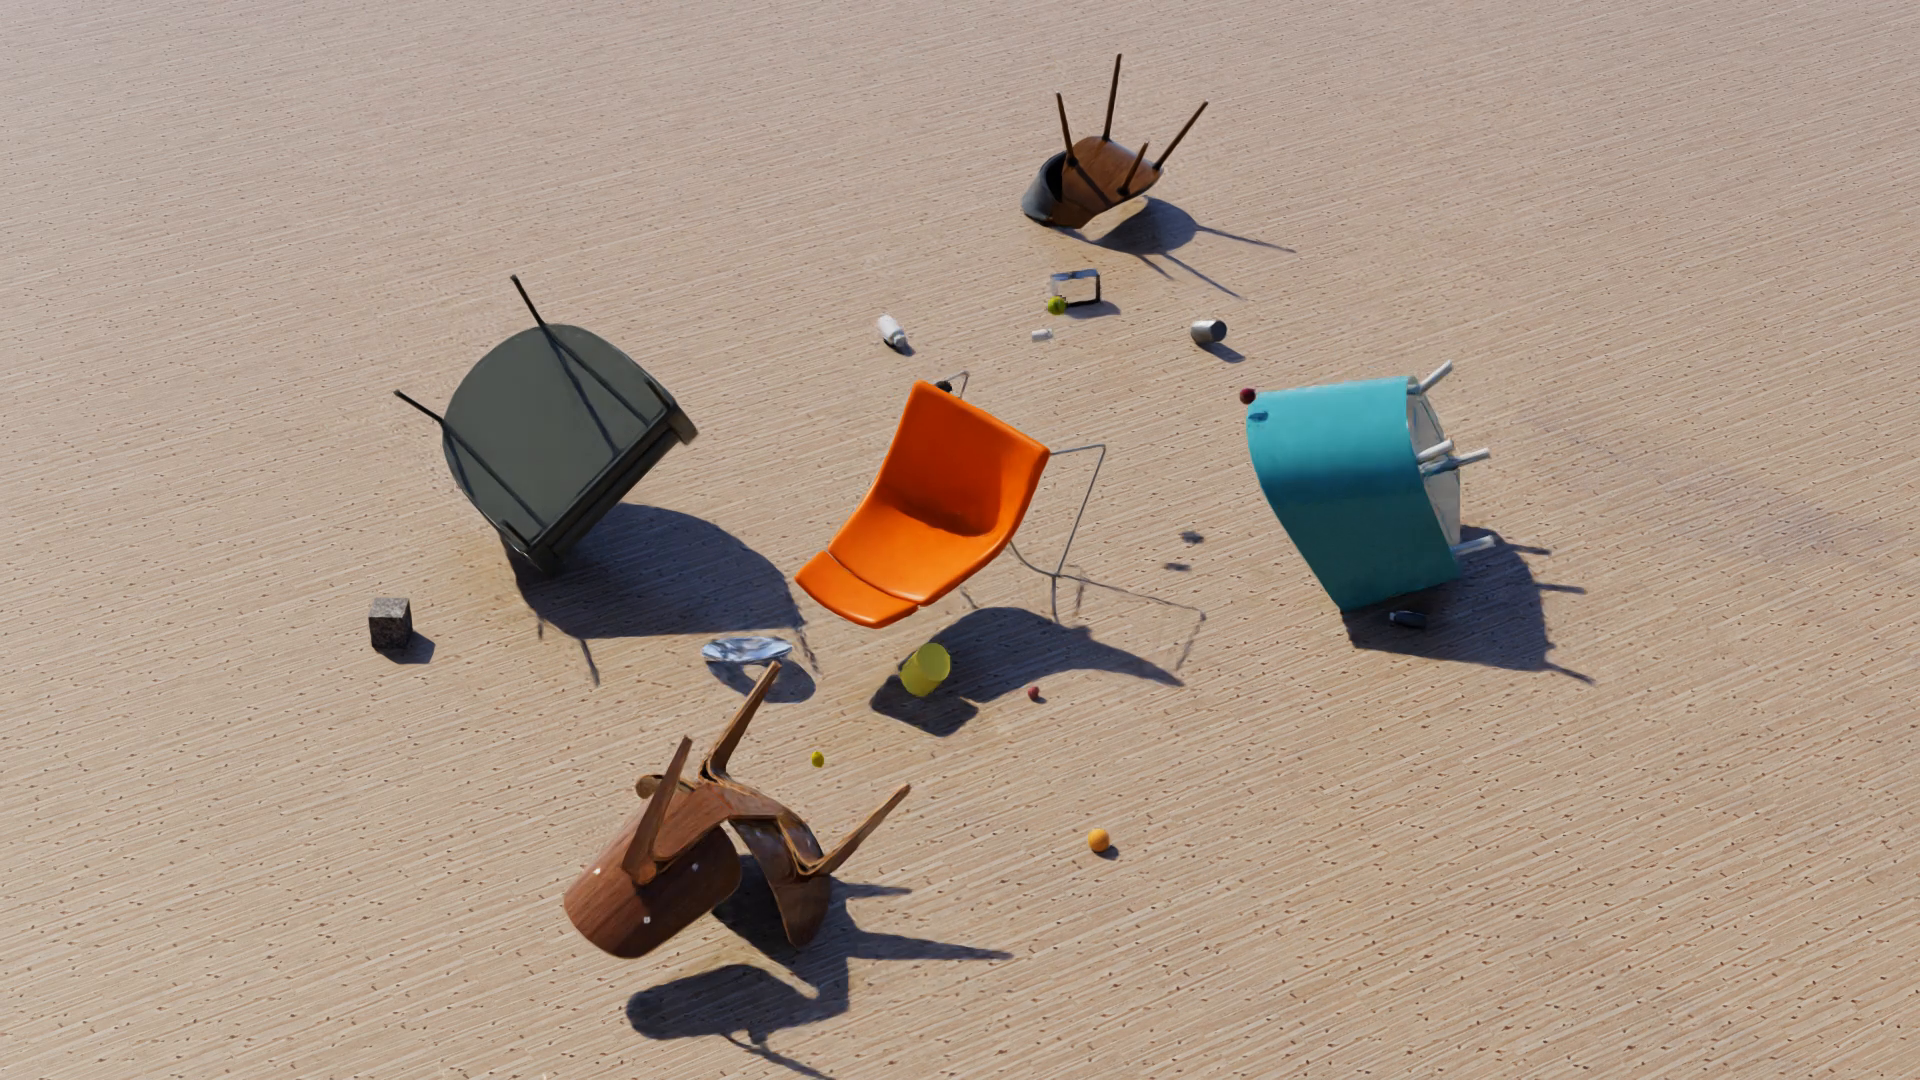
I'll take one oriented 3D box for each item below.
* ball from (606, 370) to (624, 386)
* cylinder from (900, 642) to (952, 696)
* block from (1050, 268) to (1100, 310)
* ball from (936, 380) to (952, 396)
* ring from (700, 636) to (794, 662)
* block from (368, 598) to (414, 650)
[{"bbox_3d":[-1.398,-0.656,11.879,0.067,0.067,0.067,0,33,0],"label":"ball"},{"bbox_3d":[-0.118,0.445,10.078,0.129,0.136,0.147,11,59,-22],"label":"cylinder"},{"bbox_3d":[0.491,-1.065,12.439,0.194,0.125,0.085,-10,28,-15],"label":"block"},{"bbox_3d":[-0.059,-0.543,10.471,0.057,0.057,0.057,0,33,0],"label":"ball"},{"bbox_3d":[-0.746,0.382,10.236,0.363,0.053,0.258,1,12,34],"label":"ring"},{"bbox_3d":[-2.014,0.294,10.375,0.122,0.135,0.121,1,33,2],"label":"block"}]
